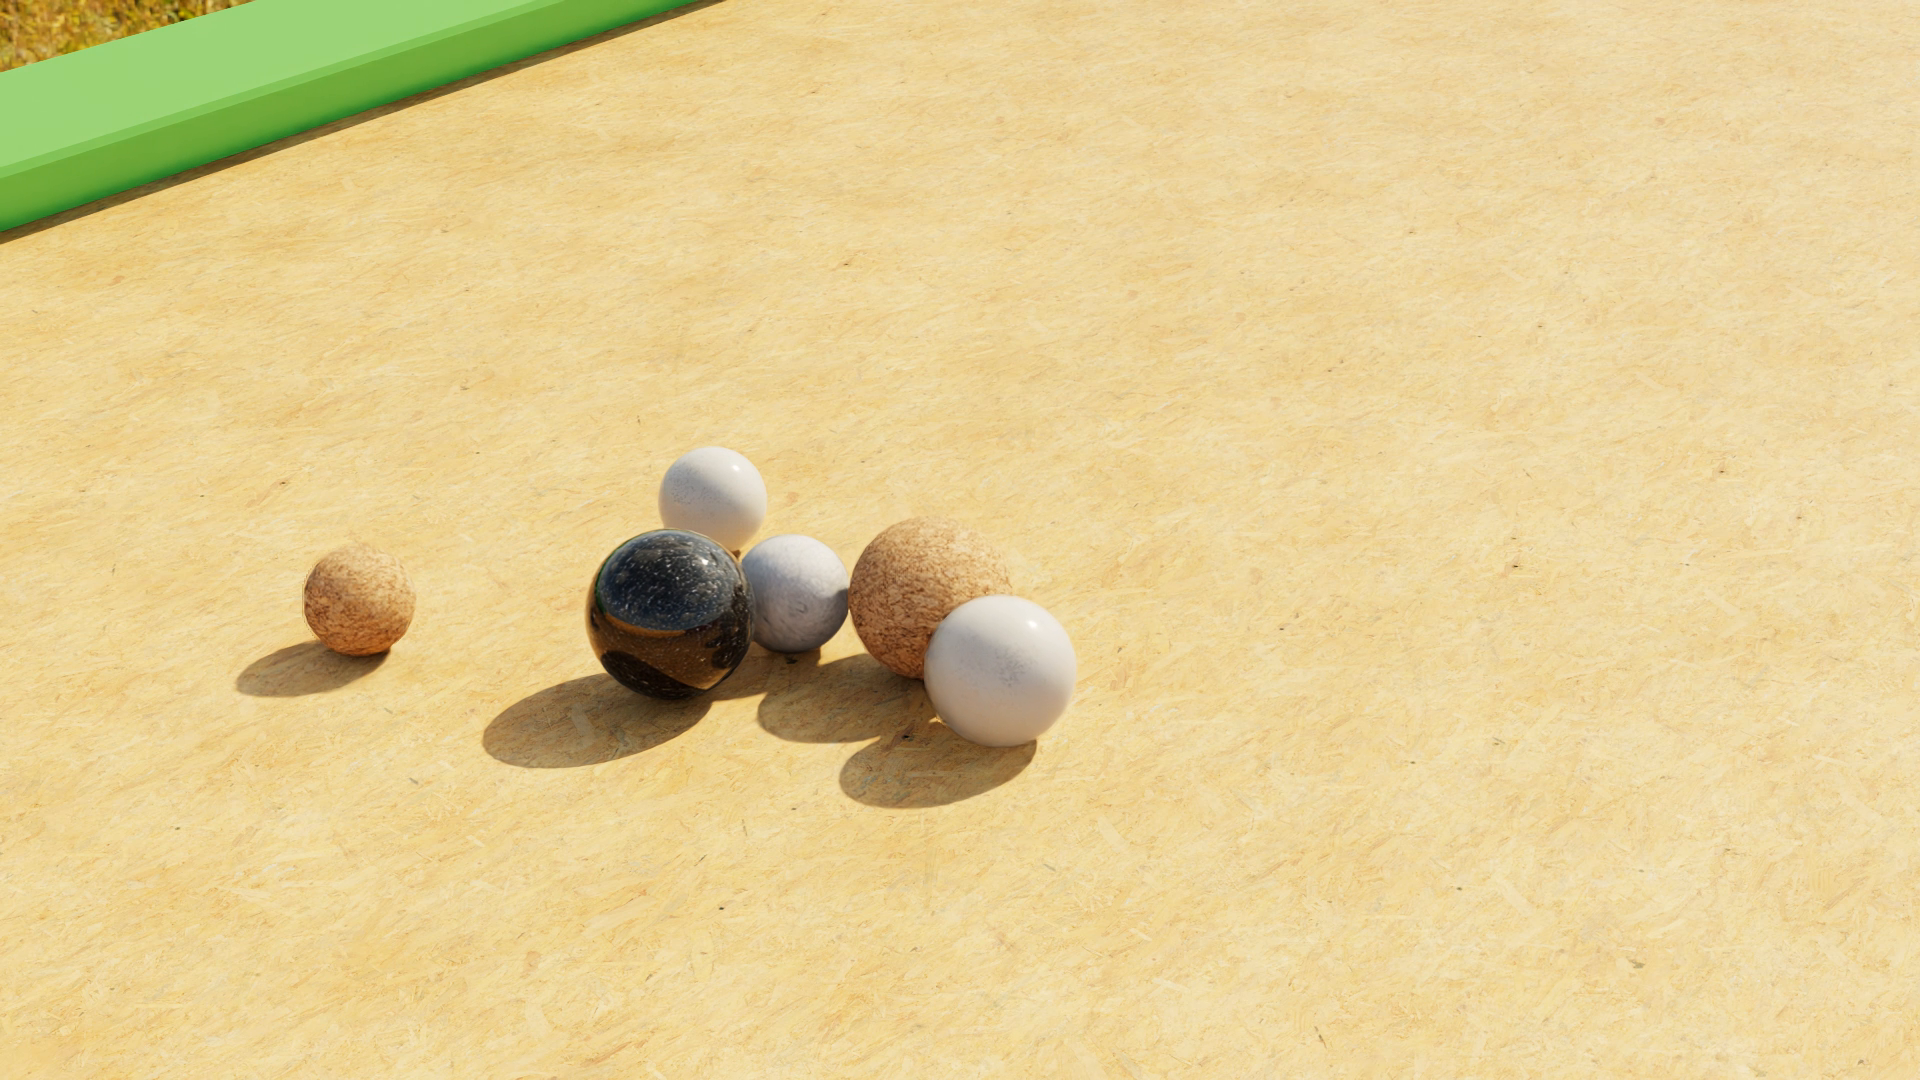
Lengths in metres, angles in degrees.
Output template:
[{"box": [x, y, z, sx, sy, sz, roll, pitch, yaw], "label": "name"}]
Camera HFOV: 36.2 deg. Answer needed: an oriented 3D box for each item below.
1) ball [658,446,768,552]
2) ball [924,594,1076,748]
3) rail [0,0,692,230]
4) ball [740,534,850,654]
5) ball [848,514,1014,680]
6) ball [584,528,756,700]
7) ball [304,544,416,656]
[{"box": [-0.158, -0.025, 1.877, 0.070, 0.070, 0.070, 0, 25, 0], "label": "ball"}, {"box": [0.022, 0.073, 1.650, 0.086, 0.086, 0.086, 0, 25, 0], "label": "ball"}, {"box": [-0.319, -0.595, 3.025, 0.045, 0.129, 3.709, 16, 30, 31], "label": "rail"}, {"box": [-0.101, 0.032, 1.753, 0.072, 0.072, 0.072, 0, 25, 0], "label": "ball"}, {"box": [-0.017, 0.034, 1.722, 0.096, 0.096, 0.096, 0, 25, 0], "label": "ball"}, {"box": [-0.167, 0.042, 1.699, 0.100, 0.100, 0.100, 0, 25, 0], "label": "ball"}, {"box": [-0.357, 0.036, 1.752, 0.066, 0.066, 0.066, 0, 25, 0], "label": "ball"}]
